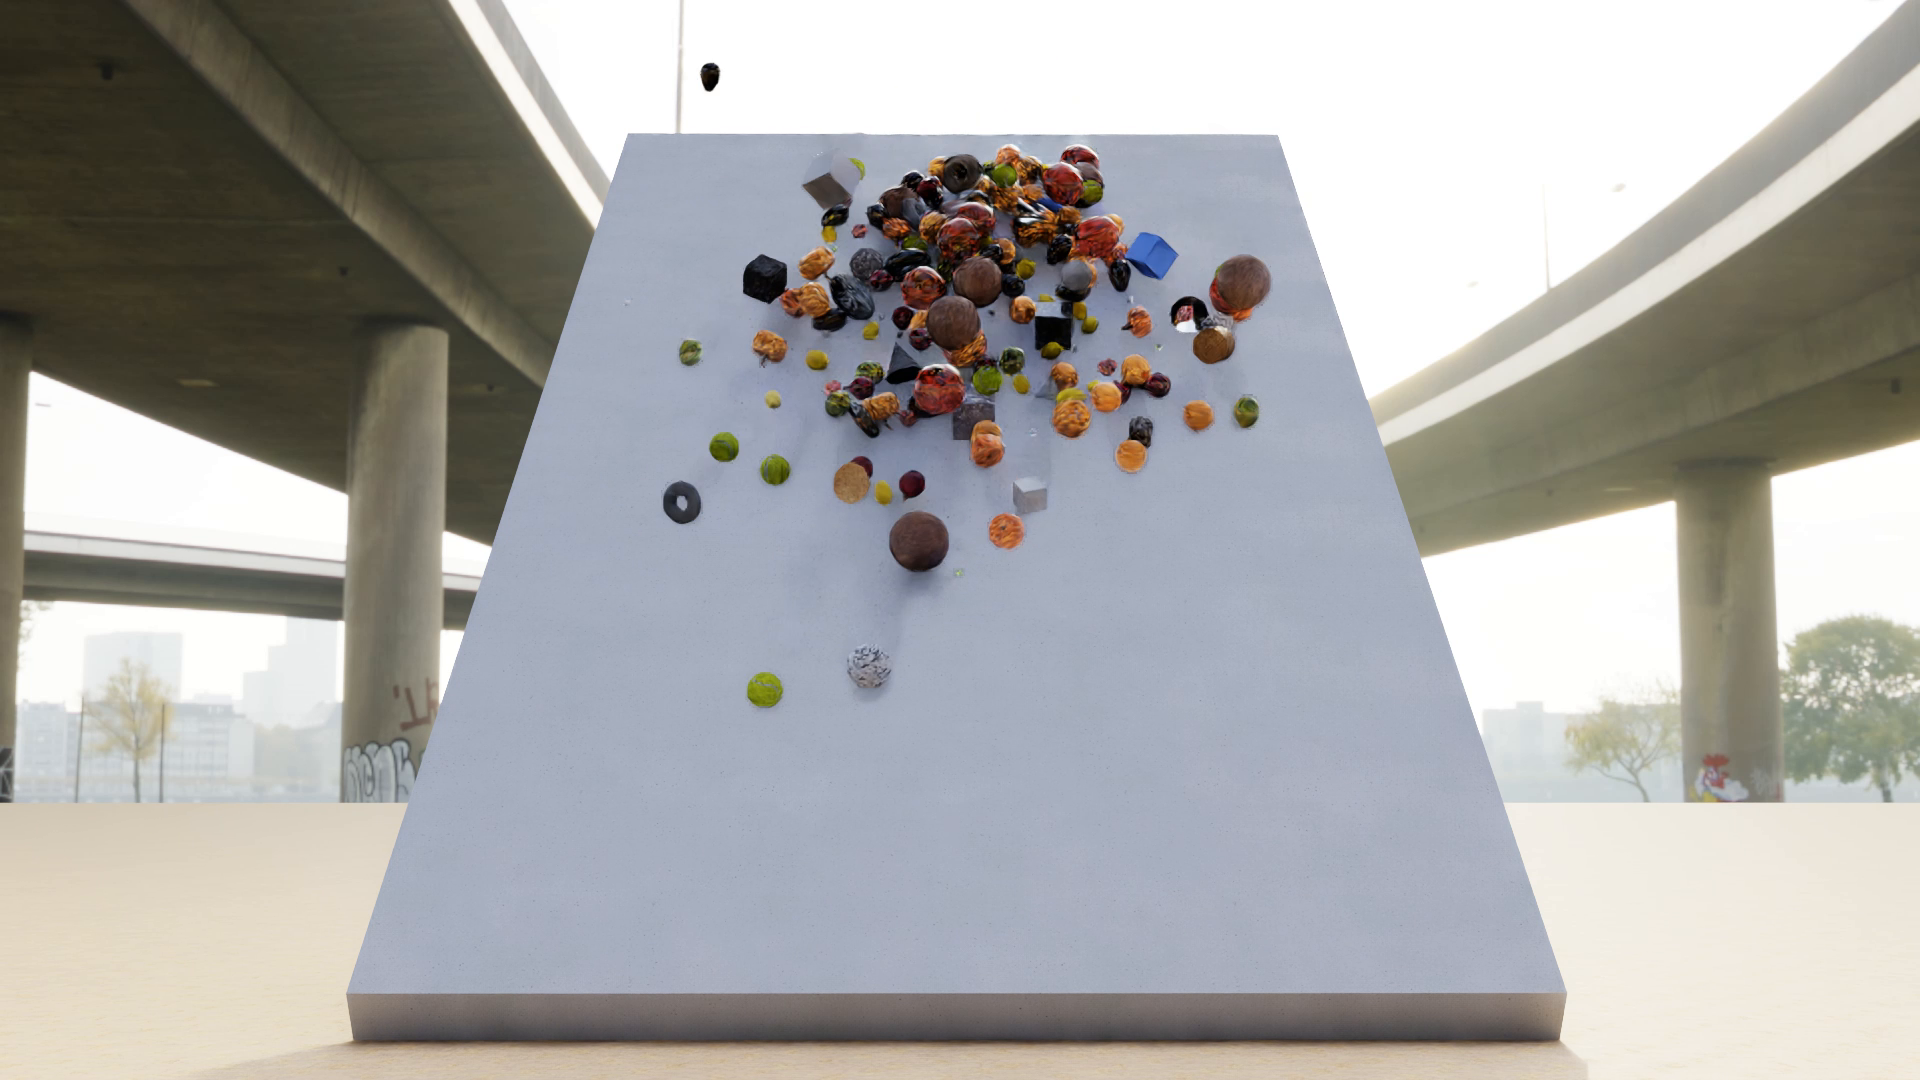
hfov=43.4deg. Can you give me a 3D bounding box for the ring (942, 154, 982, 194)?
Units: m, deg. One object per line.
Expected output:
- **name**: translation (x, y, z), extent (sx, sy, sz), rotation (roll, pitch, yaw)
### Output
- **ring**: translation (0.005, -1.030, 6.799), extent (0.121, 0.121, 0.040), rotation (-3, -13, 28)

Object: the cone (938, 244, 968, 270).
- **cone**: translation (-0.009, -0.754, 6.510), extent (0.075, 0.075, 0.075), rotation (13, -12, -27)

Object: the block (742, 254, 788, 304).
- **block**: translation (-0.499, -0.668, 6.180), extent (0.080, 0.080, 0.080), rotation (23, 40, 19)

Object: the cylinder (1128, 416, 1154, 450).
- **cylinder**: translation (0.420, -0.249, 5.621), extent (0.054, 0.054, 0.054), rotation (2, 36, -2)

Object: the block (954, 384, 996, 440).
- **block**: translation (0.034, -0.299, 5.667), extent (0.098, 0.098, 0.098), rotation (0, 30, 0)

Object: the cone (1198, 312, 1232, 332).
- **cone**: translation (0.663, -0.507, 6.087), extent (0.096, 0.096, 0.096), rotation (-18, -30, -11)

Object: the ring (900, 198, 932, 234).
- **ring**: translation (-0.119, -0.887, 6.613), extent (0.038, 0.114, 0.114), rotation (-34, -21, 22)

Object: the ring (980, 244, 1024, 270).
- **ring**: translation (0.113, -0.766, 6.537), extent (0.118, 0.039, 0.118), rotation (-2, 34, 1)

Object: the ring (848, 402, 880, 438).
- **ring**: translation (-0.224, -0.279, 5.636), extent (0.033, 0.098, 0.098), rotation (-41, -4, -5)

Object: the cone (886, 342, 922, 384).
- **cone**: translation (-0.147, -0.443, 5.880), extent (0.093, 0.093, 0.093), rotation (-14, -18, -4)

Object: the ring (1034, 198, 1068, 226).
- **ring**: translation (0.253, -0.917, 6.750), extent (0.102, 0.034, 0.102), rotation (23, -28, 13)

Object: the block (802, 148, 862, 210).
- **block**: translation (-0.341, -0.958, 6.409), extent (0.100, 0.100, 0.100), rotation (-20, -50, 37)

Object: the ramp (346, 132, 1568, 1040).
- **ramp**: translation (-0.013, -0.211, 5.711), extent (2.000, 0.100, 4.000), rotation (0, 30, 0)

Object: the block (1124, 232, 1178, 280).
- **block**: translation (0.507, -0.752, 6.386), extent (0.084, 0.084, 0.084), rotation (39, -9, -36)

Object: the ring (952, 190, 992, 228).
- **ring**: translation (0.035, -0.927, 6.760), extent (0.113, 0.113, 0.038), rotation (1, -11, -10)

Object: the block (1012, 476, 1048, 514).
- **block**: translation (0.156, -0.099, 5.360), extent (0.057, 0.057, 0.057), rotation (-13, 32, -21)

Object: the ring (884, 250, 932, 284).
- **ring**: translation (-0.138, -0.725, 6.391), extent (0.131, 0.044, 0.131), rotation (-12, -23, -5)

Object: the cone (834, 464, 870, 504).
- **cone**: translation (-0.222, -0.126, 5.422), extent (0.091, 0.091, 0.091), rotation (-3, -1, 28)

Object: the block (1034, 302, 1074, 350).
- **block**: translation (0.237, -0.541, 6.096), extent (0.090, 0.090, 0.090), rotation (2, 30, 4)

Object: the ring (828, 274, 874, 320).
- **ring**: translation (-0.279, -0.627, 6.226), extent (0.048, 0.143, 0.143), rotation (-39, -26, 27)

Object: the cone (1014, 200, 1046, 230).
- **cone**: translation (0.192, -0.857, 6.403), extent (0.083, 0.083, 0.083), rotation (12, -4, 9)

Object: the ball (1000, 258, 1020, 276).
- **ball**: translation (0.134, -0.731, 6.465), extent (0.052, 0.052, 0.052), rotation (0, -6, 0)

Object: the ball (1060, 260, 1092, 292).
- **ball**: translation (0.297, -0.673, 6.153), extent (0.080, 0.080, 0.080), rotation (0, -6, 0)

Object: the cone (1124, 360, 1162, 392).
- **cone**: translation (0.457, -0.384, 5.879), extent (0.081, 0.081, 0.081), rotation (33, -5, 3)

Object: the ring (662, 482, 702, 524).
- **ring**: translation (-0.604, -0.082, 5.245), extent (0.094, 0.094, 0.031), rotation (-3, 6, 27)

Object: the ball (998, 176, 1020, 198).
- **ball**: translation (0.140, -1.003, 6.851), extent (0.060, 0.060, 0.060), rotation (0, -6, 0)

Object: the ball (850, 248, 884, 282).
- **ball**: translation (-0.249, -0.734, 6.430), extent (0.088, 0.088, 0.088), rotation (0, -6, 0)

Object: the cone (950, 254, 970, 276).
- **cone**: translation (0.001, -0.727, 6.319), extent (0.053, 0.053, 0.053), rotation (1, -47, -10)

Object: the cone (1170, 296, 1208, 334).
- **cone**: translation (0.580, -0.584, 6.137), extent (0.096, 0.096, 0.096), rotation (0, 19, 2)

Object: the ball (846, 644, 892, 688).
- **ball**: translation (-0.178, 0.247, 4.725), extent (0.088, 0.088, 0.088), rotation (0, -6, 0)

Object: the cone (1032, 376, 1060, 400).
- **cone**: translation (0.198, -0.356, 5.811), extent (0.062, 0.062, 0.062), rotation (-19, -12, 19)

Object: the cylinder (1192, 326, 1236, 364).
- **cylinder**: translation (0.605, -0.464, 5.750), extent (0.084, 0.084, 0.084), rotation (-2, 7, 20)
